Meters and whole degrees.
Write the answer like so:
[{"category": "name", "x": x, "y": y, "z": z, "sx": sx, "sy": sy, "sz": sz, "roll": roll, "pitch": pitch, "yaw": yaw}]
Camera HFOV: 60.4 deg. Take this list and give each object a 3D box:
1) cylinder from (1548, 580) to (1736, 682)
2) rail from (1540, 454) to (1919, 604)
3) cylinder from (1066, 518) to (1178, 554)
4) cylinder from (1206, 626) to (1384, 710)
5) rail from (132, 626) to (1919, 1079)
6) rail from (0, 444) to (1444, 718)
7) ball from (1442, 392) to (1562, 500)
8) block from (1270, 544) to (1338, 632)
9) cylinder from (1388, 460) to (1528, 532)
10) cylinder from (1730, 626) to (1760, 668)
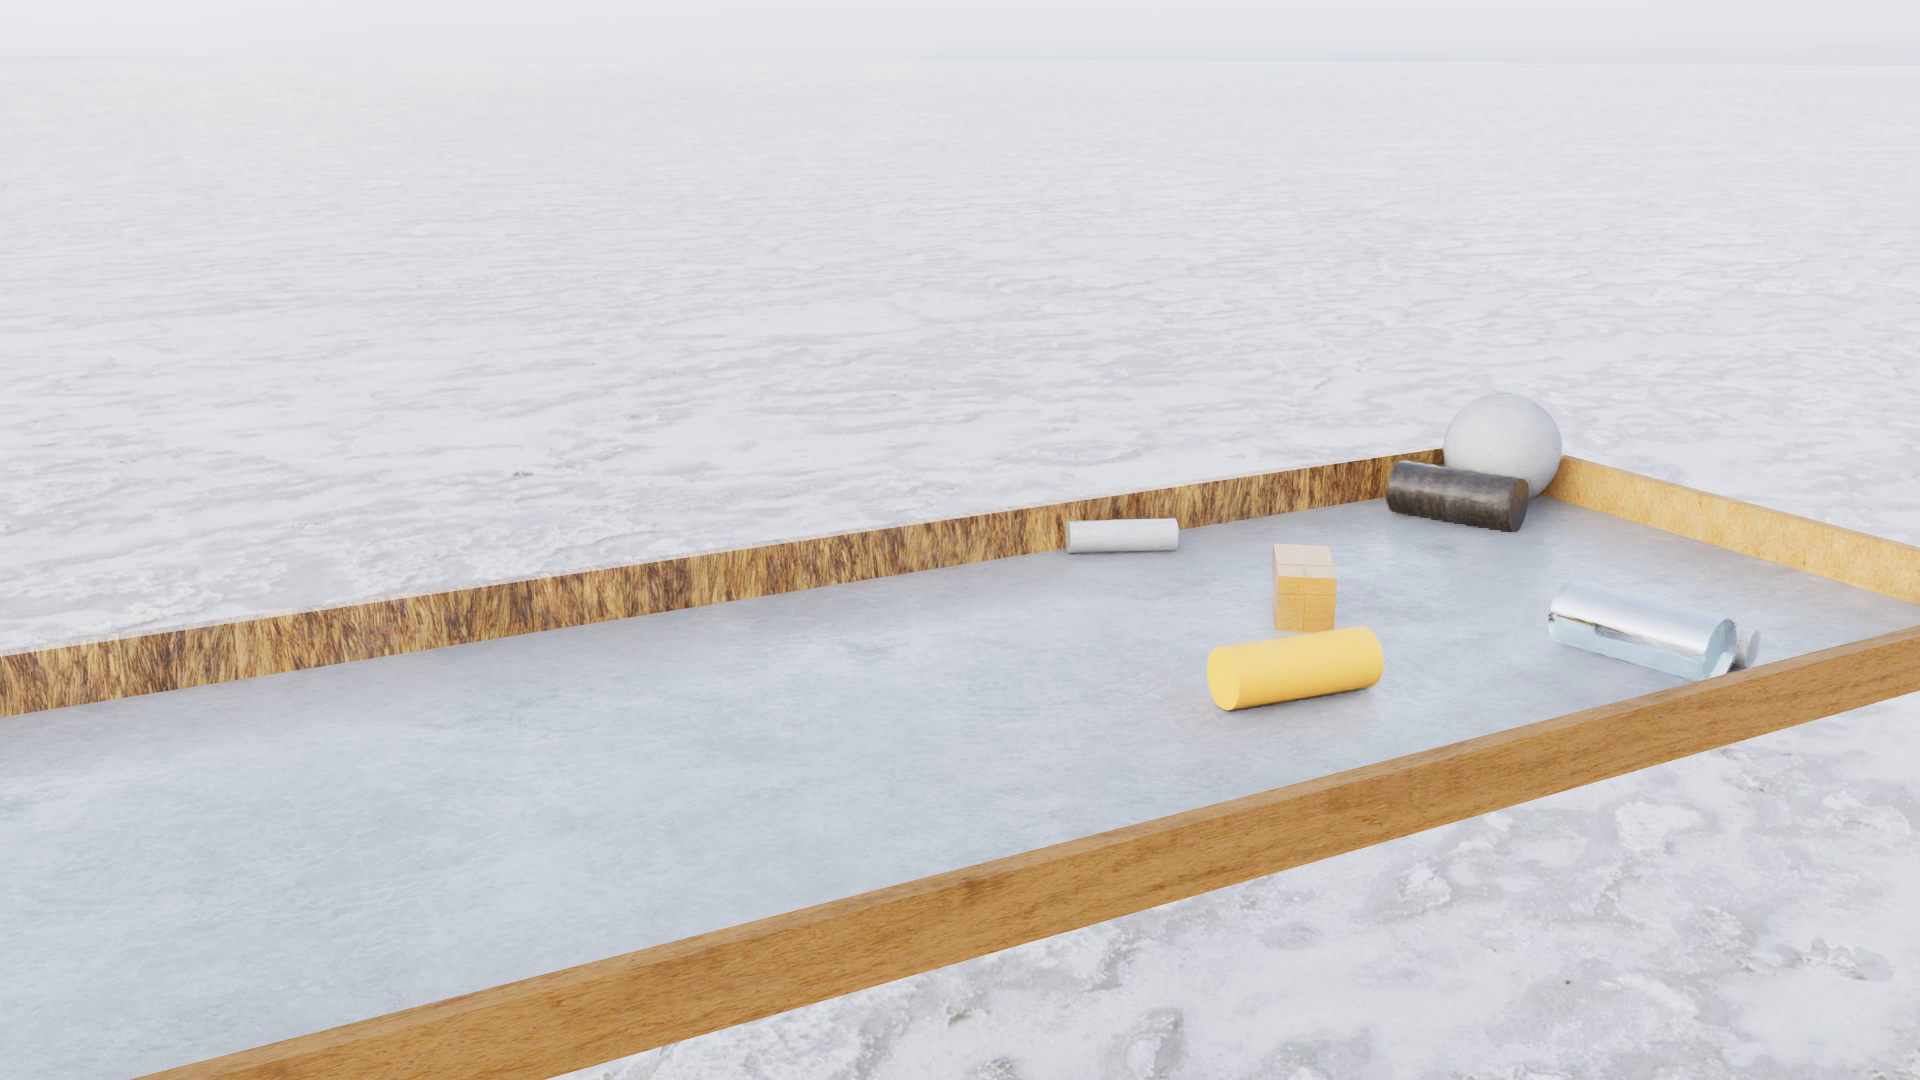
[{"category": "cylinder", "x": 1.755, "y": 0.234, "z": 4.254, "sx": 0.172, "sy": 0.172, "sz": 0.417, "roll": -14, "pitch": 21, "yaw": -39}, {"category": "rail", "x": 2.466, "y": -0.048, "z": 5.253, "sx": 0.050, "sy": 0.150, "sz": 2.100, "roll": -9, "pitch": 18, "yaw": -27}, {"category": "cylinder", "x": 0.512, "y": -0.014, "z": 5.219, "sx": 0.343, "sy": 0.102, "sz": 0.102, "roll": -2, "pitch": 16, "yaw": -5}, {"category": "cylinder", "x": 0.818, "y": 0.310, "z": 4.026, "sx": 0.406, "sy": 0.153, "sz": 0.153, "roll": -7, "pitch": 18, "yaw": -21}, {"category": "rail", "x": -2.336, "y": 1.006, "z": 1.665, "sx": 12.000, "sy": 0.150, "sz": 0.050, "roll": -9, "pitch": 18, "yaw": -27}, {"category": "rail", "x": -3.305, "y": 0.497, "z": 3.399, "sx": 12.000, "sy": 0.150, "sz": 0.050, "roll": -9, "pitch": 18, "yaw": -27}, {"category": "ball", "x": 1.882, "y": -0.315, "z": 5.729, "sx": 0.393, "sy": 0.393, "sz": 0.393, "roll": 0, "pitch": 16, "yaw": 0}, {"category": "block", "x": 0.961, "y": 0.132, "z": 4.627, "sx": 0.156, "sy": 0.156, "sz": 0.312, "roll": 2, "pitch": 17, "yaw": 8}, {"category": "cylinder", "x": 1.673, "y": -0.150, "z": 5.548, "sx": 0.421, "sy": 0.179, "sz": 0.179, "roll": 12, "pitch": 20, "yaw": 36}, {"category": "cylinder", "x": 1.907, "y": 0.252, "z": 4.318, "sx": 0.318, "sy": 0.101, "sz": 0.101, "roll": 14, "pitch": 22, "yaw": 40}]
